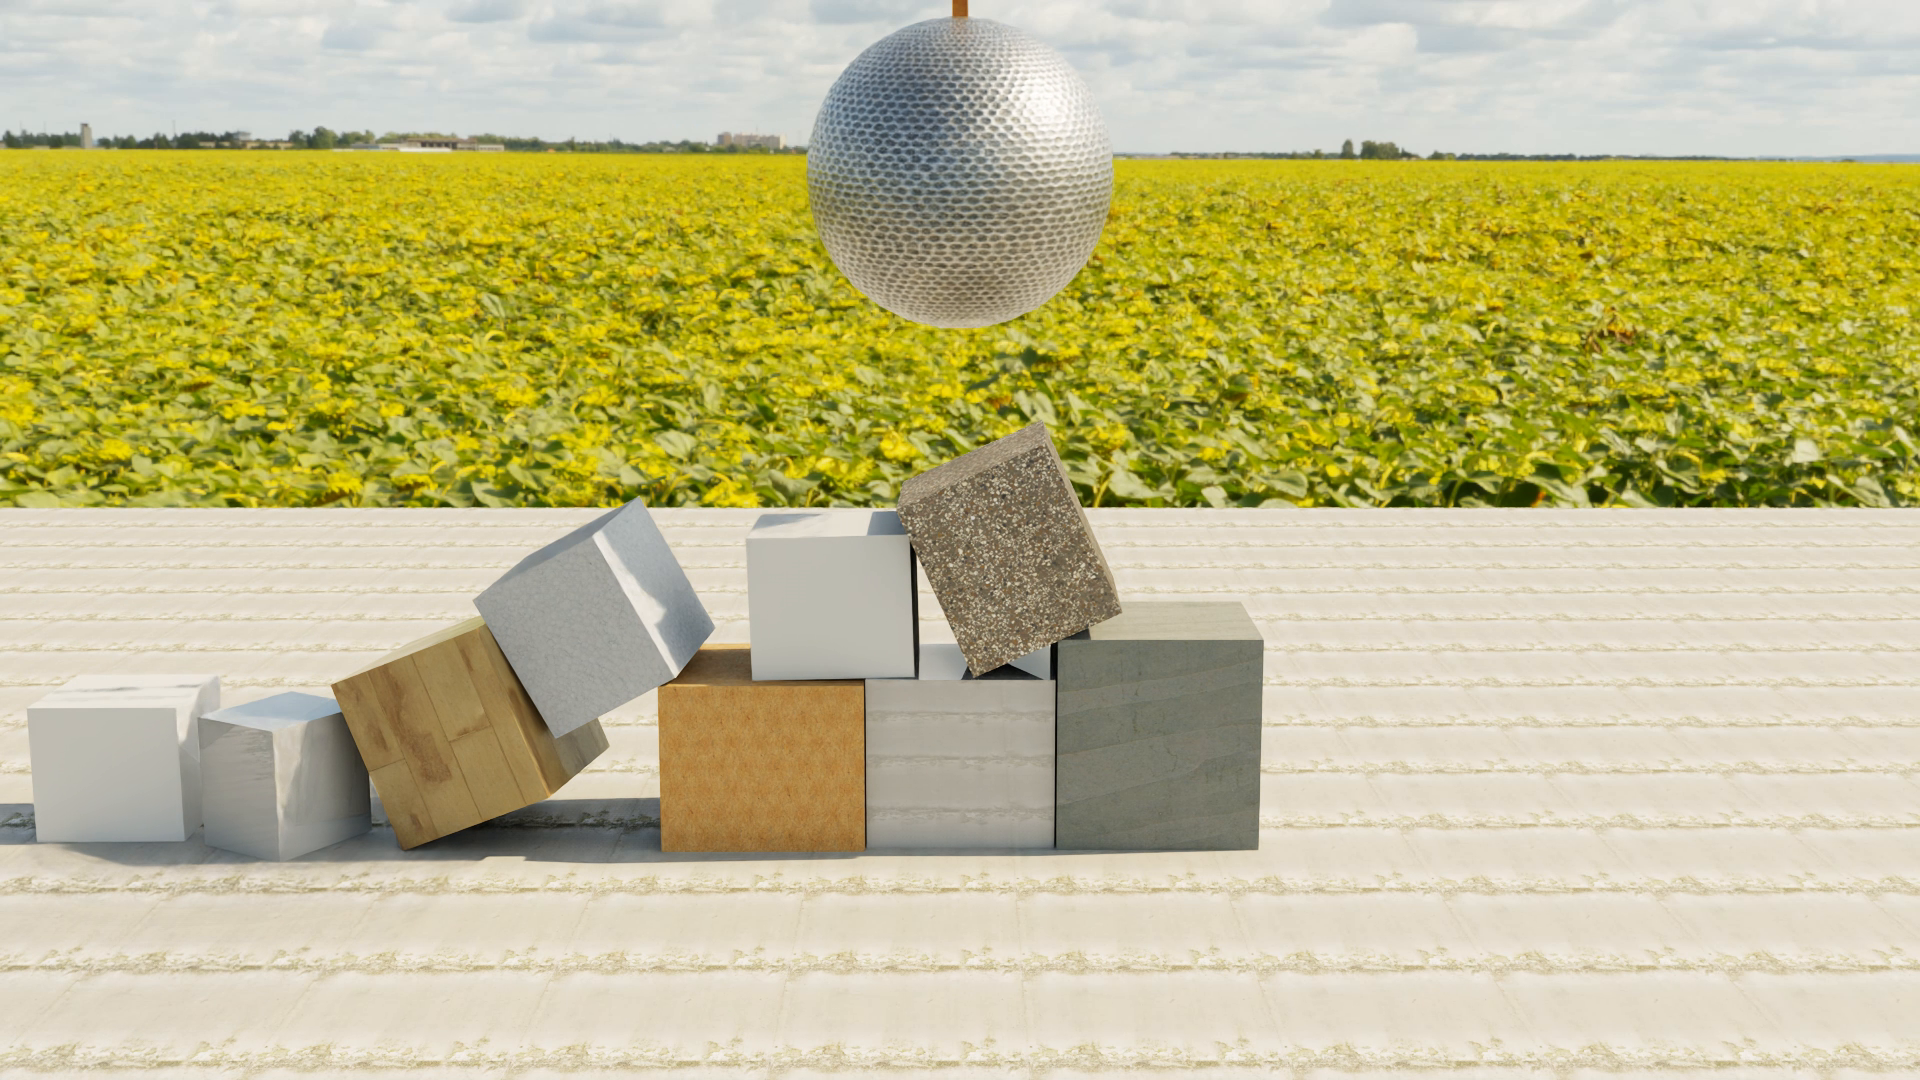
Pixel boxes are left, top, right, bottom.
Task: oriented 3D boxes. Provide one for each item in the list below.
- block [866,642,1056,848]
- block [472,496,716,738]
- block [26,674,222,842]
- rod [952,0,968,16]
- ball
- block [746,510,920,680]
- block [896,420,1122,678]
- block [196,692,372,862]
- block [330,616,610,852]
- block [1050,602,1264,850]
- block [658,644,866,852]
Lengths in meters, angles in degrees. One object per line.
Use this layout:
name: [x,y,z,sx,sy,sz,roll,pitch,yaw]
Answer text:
block: [0.002,1.048,11.379,0.942,0.867,0.822,0,10,0]
block: [-1.846,0.381,11.224,0.713,0.806,0.856,-27,9,13]
block: [-4.312,1.123,11.432,0.744,0.700,0.696,0,10,-1]
rod: [0.000,-5.171,10.493,0.080,5.200,0.080,0,16,0]
ball: [0.000,-1.899,11.417,1.600,1.600,1.600,0,10,0]
block: [-0.634,0.273,11.229,0.808,0.720,0.717,-1,10,1]
block: [0.249,0.025,11.155,0.800,0.920,0.867,-24,9,5]
block: [-3.421,1.189,11.161,0.543,0.666,0.609,6,12,31]
block: [-2.496,0.912,11.324,0.836,0.907,0.945,-21,6,13]
block: [0.990,0.941,11.369,1.014,1.081,0.913,0,10,0]
block: [-0.986,1.056,11.382,1.018,0.851,0.942,0,10,0]
